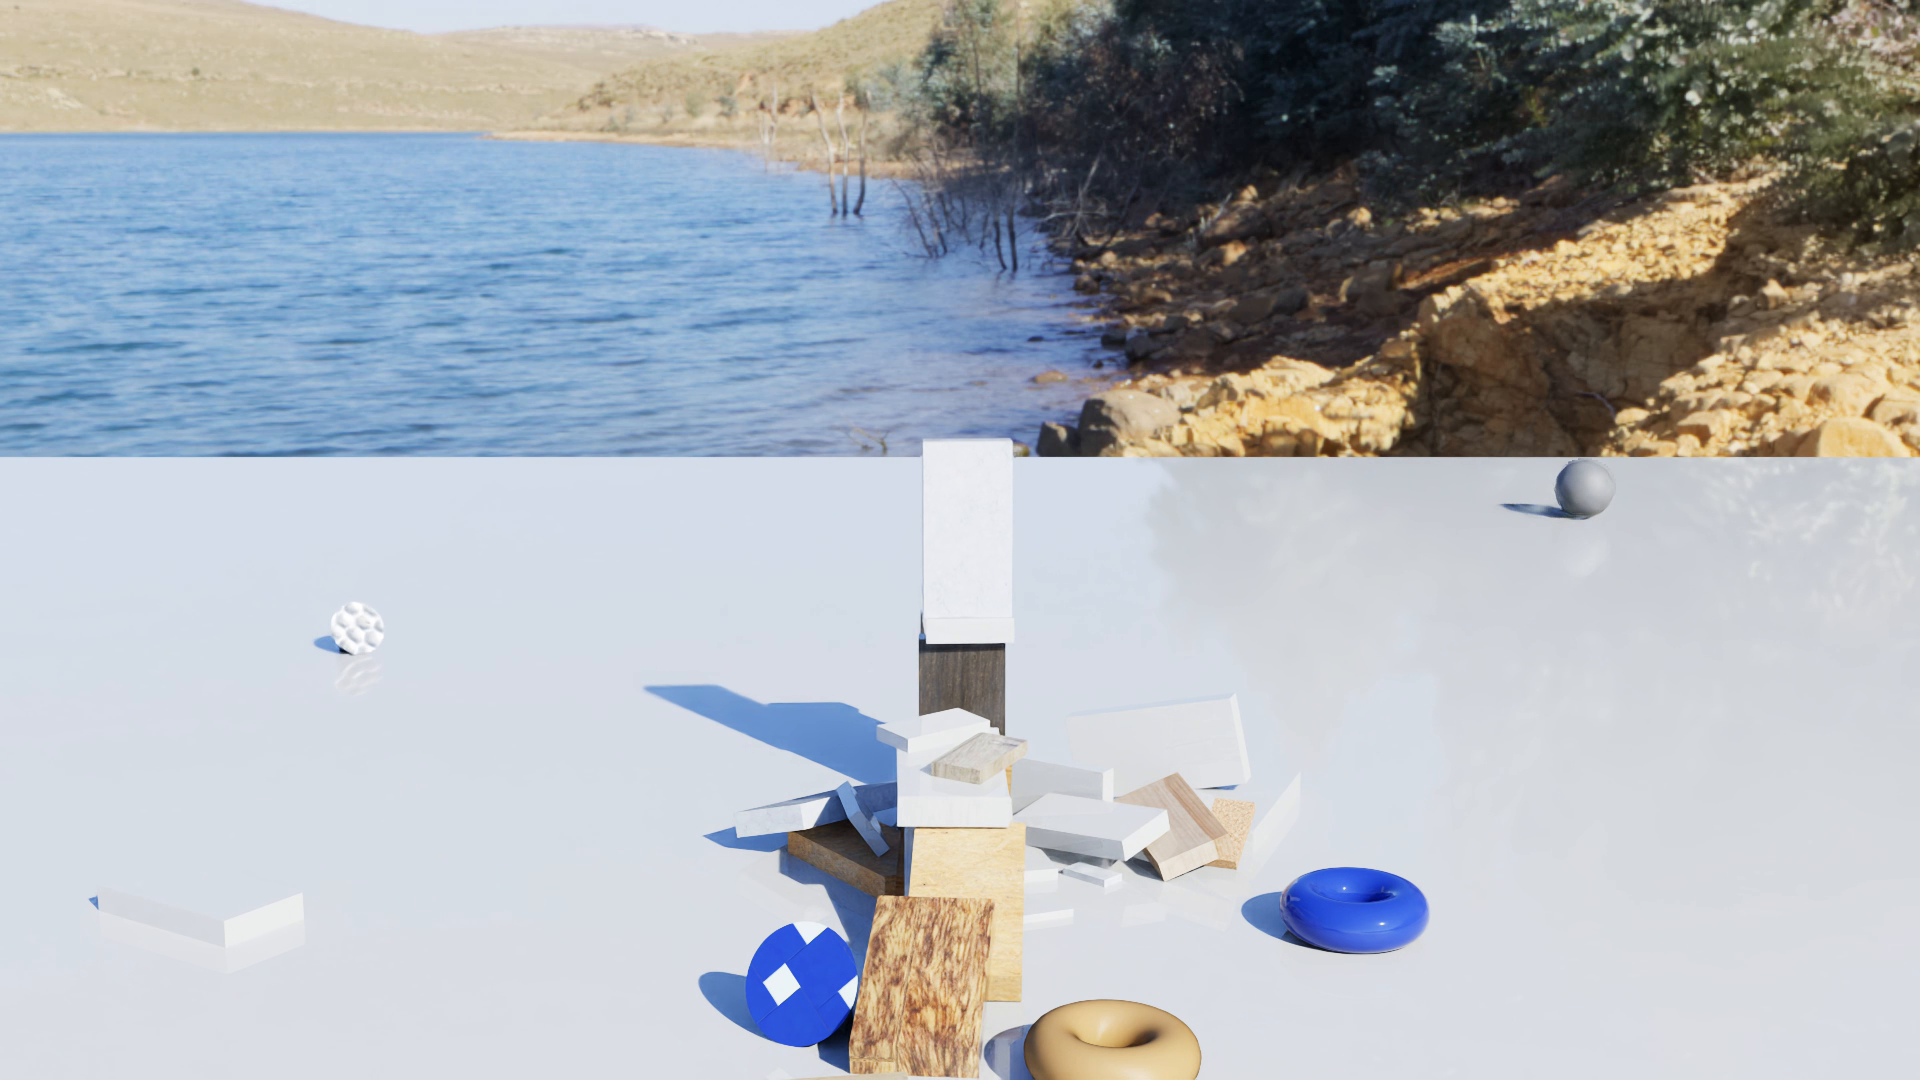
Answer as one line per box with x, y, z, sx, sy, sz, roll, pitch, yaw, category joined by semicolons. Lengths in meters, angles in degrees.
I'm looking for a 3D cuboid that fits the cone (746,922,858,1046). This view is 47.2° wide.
-0.191;0.646;3.155;0.173;0.173;0.173;5;-15;24;cone

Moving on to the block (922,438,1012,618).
0.013;-0.022;4.045;0.162;0.325;0.046;-1;9;-3;block

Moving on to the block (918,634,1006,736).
0.004;0.339;4.133;0.162;0.324;0.046;0;11;0;block

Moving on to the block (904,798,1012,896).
0.000;0.538;3.473;0.175;0.050;0.350;0;32;-1;block

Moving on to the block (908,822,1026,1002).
0.010;0.558;3.347;0.174;0.049;0.348;2;32;2;block

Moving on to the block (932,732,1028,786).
0.033;0.356;3.593;0.087;0.025;0.177;8;15;26;block

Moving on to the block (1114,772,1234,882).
0.370;0.499;3.849;0.131;0.037;0.263;-22;21;-7;block

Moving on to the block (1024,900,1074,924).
0.132;0.603;3.565;0.092;0.013;0.046;-4;11;-21;block

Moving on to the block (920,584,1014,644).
0.011;0.138;4.203;0.162;0.046;0.324;-1;11;-3;block

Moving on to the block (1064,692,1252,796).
0.371;0.389;4.132;0.325;0.162;0.046;-9;7;22;block

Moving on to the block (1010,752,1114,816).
0.155;0.462;4.001;0.263;0.131;0.037;7;12;33;block

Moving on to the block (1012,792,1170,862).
0.220;0.499;3.837;0.263;0.037;0.131;3;20;42;block

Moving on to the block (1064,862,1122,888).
0.226;0.569;3.745;0.092;0.013;0.046;10;14;42;block

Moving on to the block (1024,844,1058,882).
0.115;0.557;3.793;0.071;0.020;0.142;-3;11;-13;block

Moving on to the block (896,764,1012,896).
-0.006;0.473;3.677;0.175;0.050;0.350;3;31;2;block

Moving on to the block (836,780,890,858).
-0.168;0.479;3.790;0.025;0.087;0.175;-36;14;-2;block

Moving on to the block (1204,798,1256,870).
0.465;0.512;3.844;0.071;0.020;0.142;5;41;21;block

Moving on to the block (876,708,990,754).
-0.045;0.322;3.729;0.175;0.025;0.087;-9;17;-38;block

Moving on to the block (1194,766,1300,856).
0.507;0.493;4.064;0.162;0.046;0.395;4;11;20;block

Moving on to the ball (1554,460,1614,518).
2.052;-0.168;7.231;0.189;0.189;0.189;0;11;0;ball

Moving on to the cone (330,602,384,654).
-1.505;0.236;5.417;0.131;0.131;0.131;-8;-14;-36;cone

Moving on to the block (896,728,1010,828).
-0.016;0.386;3.620;0.175;0.050;0.350;1;13;-2;block

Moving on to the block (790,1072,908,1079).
-0.229;0.735;2.751;0.348;0.049;0.174;-2;11;-9;block

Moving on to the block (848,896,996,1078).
-0.048;0.625;3.106;0.174;0.049;0.348;1;25;5;block

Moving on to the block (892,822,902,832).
-0.089;0.503;3.899;0.092;0.013;0.046;-28;5;33;block

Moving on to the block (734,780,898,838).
-0.243;0.480;3.946;0.155;0.044;0.311;-12;-4;35;block

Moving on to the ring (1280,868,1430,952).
0.625;0.585;3.485;0.237;0.079;0.237;-1;12;0;ring

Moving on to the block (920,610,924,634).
0.004;0.300;4.345;0.162;0.324;0.046;0;11;0;block

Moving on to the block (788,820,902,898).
-0.150;0.545;3.791;0.155;0.044;0.310;-7;13;-35;block

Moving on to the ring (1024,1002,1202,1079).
0.204;0.686;2.940;0.238;0.079;0.238;1;11;0;ring

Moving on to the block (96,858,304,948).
-1.233;0.587;3.567;0.311;0.044;0.155;7;12;32;block
